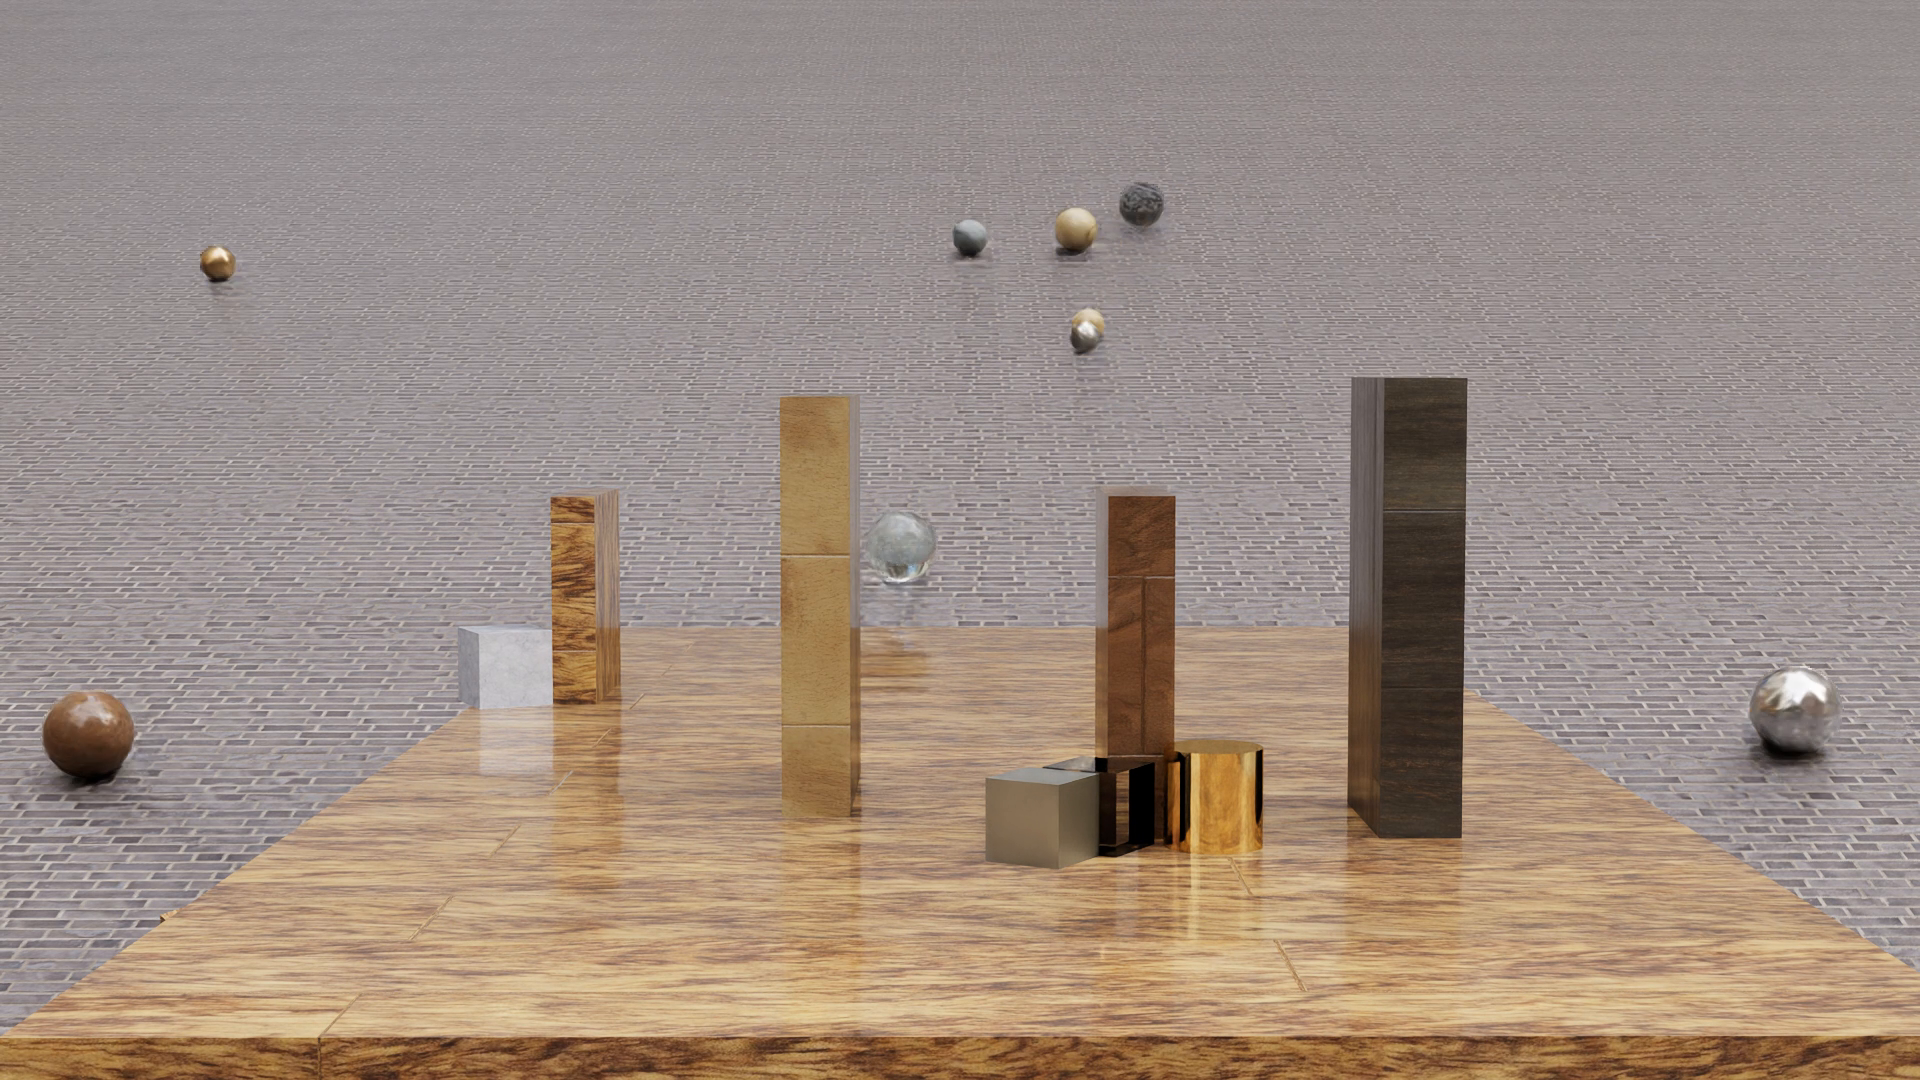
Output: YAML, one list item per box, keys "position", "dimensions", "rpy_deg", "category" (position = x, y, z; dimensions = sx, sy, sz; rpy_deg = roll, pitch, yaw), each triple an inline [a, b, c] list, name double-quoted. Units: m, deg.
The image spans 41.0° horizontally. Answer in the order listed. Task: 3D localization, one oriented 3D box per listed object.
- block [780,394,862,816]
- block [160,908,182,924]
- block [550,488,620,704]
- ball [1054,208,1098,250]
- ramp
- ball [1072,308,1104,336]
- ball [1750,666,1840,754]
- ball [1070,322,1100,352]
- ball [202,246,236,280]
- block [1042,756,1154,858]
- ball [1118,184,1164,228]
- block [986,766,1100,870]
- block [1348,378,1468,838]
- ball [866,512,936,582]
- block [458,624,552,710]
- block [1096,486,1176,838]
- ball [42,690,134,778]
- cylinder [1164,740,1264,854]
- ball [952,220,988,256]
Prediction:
- position: [-0.212, 0.085, 3.971]
  dimensions: [0.101, 0.617, 0.420]
  rpy_deg: [0, 4, 0]
  category: "block"
- position: [-1.491, 0.786, 5.036]
  dimensions: [0.107, 0.107, 0.107]
  rpy_deg: [-17, 25, -39]
  category: "block"
- position: [-0.757, 0.107, 5.209]
  dimensions: [0.085, 0.408, 0.371]
  rpy_deg: [0, 4, 0]
  category: "block"
- position: [0.498, -1.334, 11.017]
  dimensions: [0.185, 0.185, 0.185]
  rpy_deg: [0, 19, 0]
  category: "ball"
- position: [0.045, 0.406, 4.538]
  dimensions: [2.000, 0.100, 4.000]
  rpy_deg: [0, 4, 0]
  category: "ramp"
- position: [0.479, -0.802, 9.579]
  dimensions: [0.124, 0.124, 0.124]
  rpy_deg: [0, 19, 0]
  category: "ball"
- position: [1.954, 0.398, 6.005]
  dimensions: [0.204, 0.204, 0.204]
  rpy_deg: [0, 19, 0]
  category: "ball"
- position: [0.459, -0.748, 9.448]
  dimensions: [0.108, 0.108, 0.108]
  rpy_deg: [0, 19, 0]
  category: "ball"
- position: [-3.033, -1.132, 10.503]
  dimensions: [0.140, 0.140, 0.140]
  rpy_deg: [0, 19, 0]
  category: "ball"
- position: [0.191, 0.366, 3.539]
  dimensions: [0.114, 0.114, 0.114]
  rpy_deg: [2, 5, 31]
  category: "block"
- position: [0.807, -1.486, 11.434]
  dimensions: [0.198, 0.198, 0.198]
  rpy_deg: [0, 19, 0]
  category: "ball"
- position: [0.111, 0.373, 3.455]
  dimensions: [0.112, 0.112, 0.112]
  rpy_deg: [2, 5, 31]
  category: "block"
- position: [0.646, 0.087, 3.729]
  dimensions: [0.115, 0.645, 0.297]
  rpy_deg: [0, 4, 0]
  category: "block"
- position: [-0.162, 0.018, 7.113]
  dimensions: [0.195, 0.195, 0.195]
  rpy_deg: [0, 19, 0]
  category: "ball"
- position: [-0.898, 0.248, 5.064]
  dimensions: [0.147, 0.147, 0.147]
  rpy_deg: [-2, 4, -27]
  category: "block"
- position: [0.253, 0.169, 3.743]
  dimensions: [0.094, 0.482, 0.316]
  rpy_deg: [0, 4, 0]
  category: "block"
- position: [-1.995, 0.445, 5.876]
  dimensions: [0.200, 0.200, 0.200]
  rpy_deg: [0, 19, 0]
  category: "ball"
- position: [0.350, 0.354, 3.549]
  dimensions: [0.138, 0.138, 0.138]
  rpy_deg: [0, 4, 0]
  category: "cylinder"
- position: [0.043, -1.291, 10.946]
  dimensions: [0.150, 0.150, 0.150]
  rpy_deg: [0, 19, 0]
  category: "ball"
